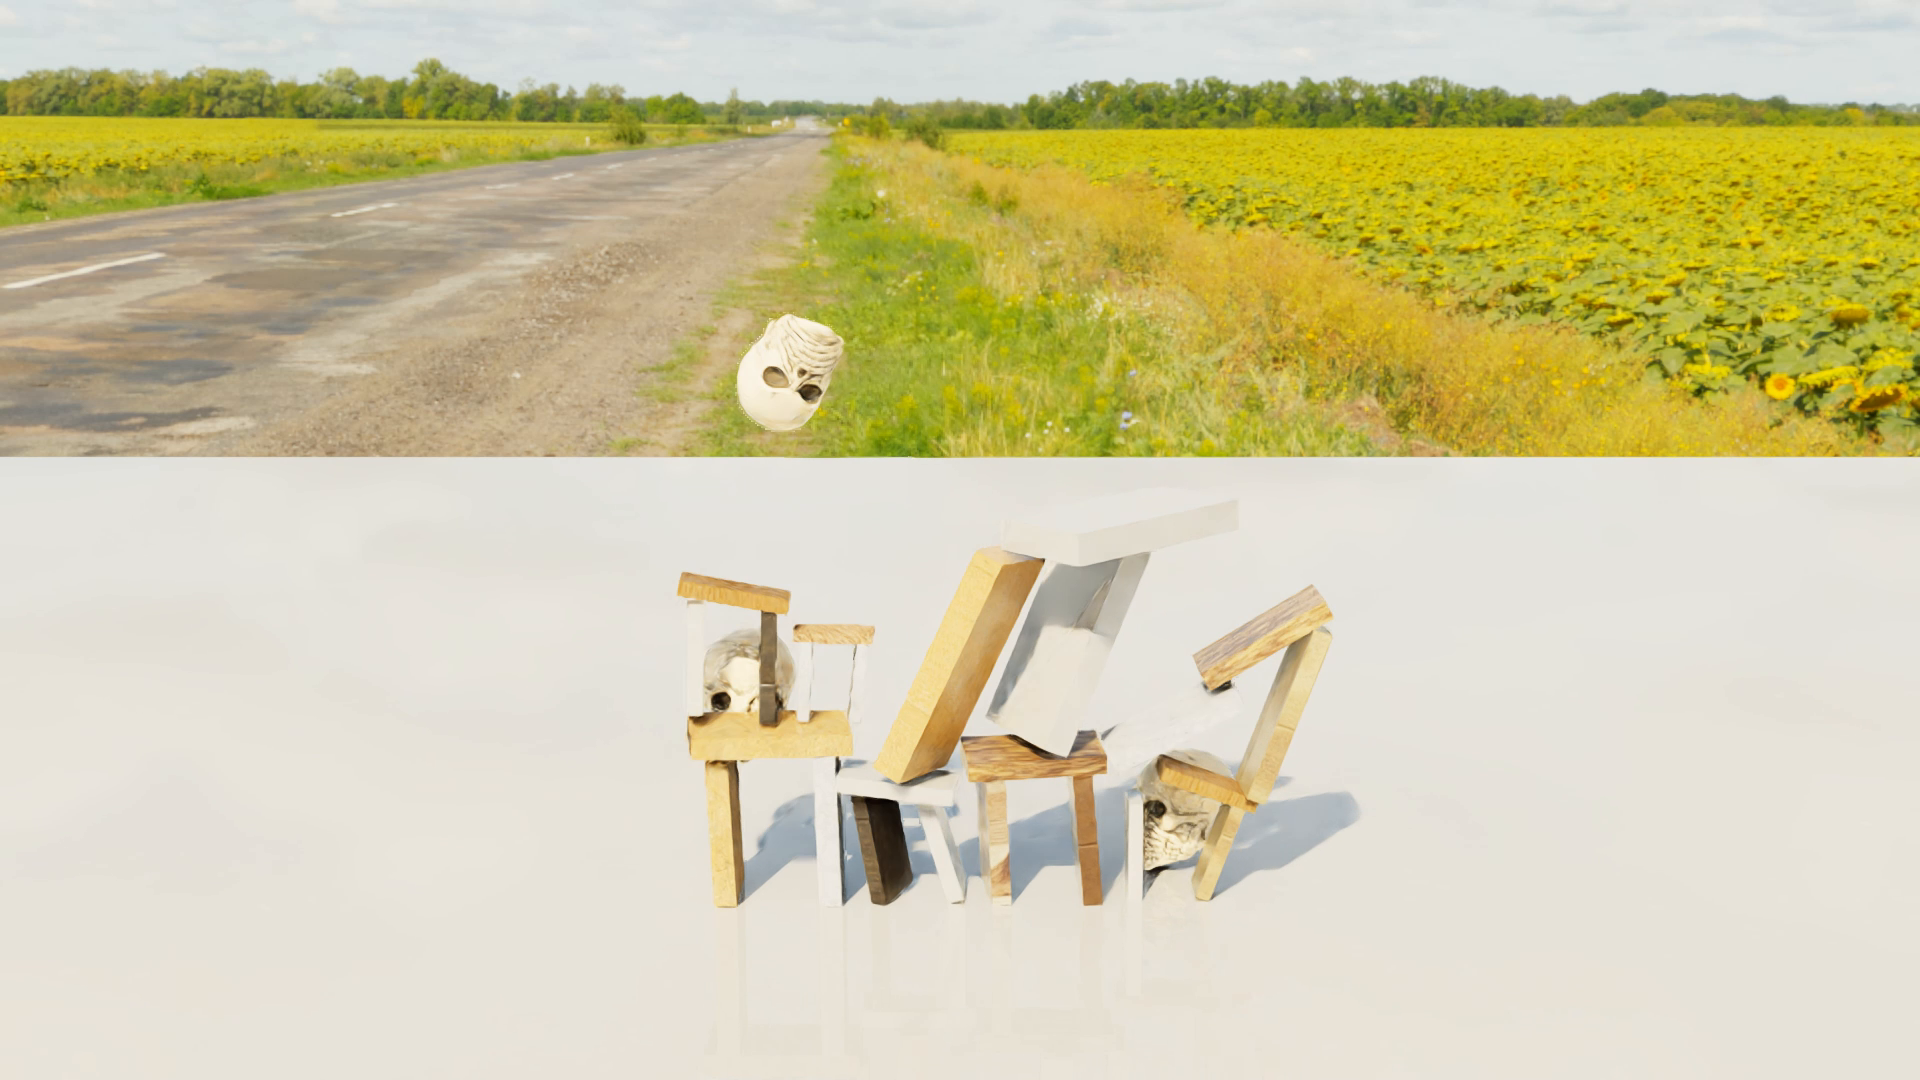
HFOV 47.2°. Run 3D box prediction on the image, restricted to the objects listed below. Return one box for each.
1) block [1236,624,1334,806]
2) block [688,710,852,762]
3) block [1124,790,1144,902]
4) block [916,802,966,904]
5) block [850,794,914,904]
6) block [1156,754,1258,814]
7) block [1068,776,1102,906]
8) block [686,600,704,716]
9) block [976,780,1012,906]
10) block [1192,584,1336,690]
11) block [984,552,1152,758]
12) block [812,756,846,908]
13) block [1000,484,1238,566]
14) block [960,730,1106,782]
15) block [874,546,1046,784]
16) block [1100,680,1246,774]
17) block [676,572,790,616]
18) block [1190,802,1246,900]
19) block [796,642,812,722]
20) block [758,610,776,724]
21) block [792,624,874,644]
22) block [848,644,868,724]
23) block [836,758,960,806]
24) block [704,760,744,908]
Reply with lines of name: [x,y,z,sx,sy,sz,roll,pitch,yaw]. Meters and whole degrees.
block: [0.531,0.277,3.615,0.033,0.300,0.116,19,10,-6]
block: [-0.311,0.317,3.584,0.259,0.037,0.130,-1,14,-9]
block: [0.289,0.508,3.658,0.023,0.166,0.083,0,11,0]
block: [-0.032,0.495,3.639,0.027,0.189,0.095,-16,15,6]
block: [-0.128,0.495,3.631,0.027,0.189,0.095,-3,15,29]
block: [0.408,0.403,3.638,0.166,0.023,0.083,20,10,-4]
block: [0.205,0.475,3.632,0.032,0.225,0.113,-6,18,-2]
block: [-0.432,0.191,3.579,0.026,0.180,0.090,1,3,-8]
block: [0.054,0.476,3.630,0.032,0.225,0.113,-6,18,-8]
block: [0.494,0.158,3.594,0.232,0.033,0.116,-31,11,6]
block: [0.174,0.158,3.584,0.050,0.356,0.178,22,0,-34]
block: [-0.216,0.460,3.635,0.037,0.259,0.130,-2,14,0]
block: [0.256,-0.026,3.493,0.356,0.050,0.178,-12,16,-39]
block: [0.118,0.352,3.591,0.225,0.032,0.112,-3,18,-6]
block: [0.001,0.195,3.521,0.050,0.398,0.178,31,16,20]
block: [0.347,0.298,3.606,0.232,0.033,0.116,-27,16,4]
block: [-0.366,0.087,3.566,0.180,0.026,0.090,10,7,-5]
block: [0.428,0.509,3.658,0.023,0.166,0.083,20,10,-3]
block: [-0.254,0.226,3.600,0.018,0.131,0.065,3,9,-3]
block: [-0.313,0.201,3.585,0.025,0.180,0.090,1,8,-6]
block: [-0.206,0.153,3.590,0.131,0.018,0.065,2,9,-2]
block: [-0.168,0.229,3.603,0.018,0.130,0.065,5,9,-6]
block: [-0.101,0.394,3.575,0.189,0.027,0.095,7,13,5]
block: [-0.388,0.460,3.633,0.037,0.259,0.130,-2,15,1]
